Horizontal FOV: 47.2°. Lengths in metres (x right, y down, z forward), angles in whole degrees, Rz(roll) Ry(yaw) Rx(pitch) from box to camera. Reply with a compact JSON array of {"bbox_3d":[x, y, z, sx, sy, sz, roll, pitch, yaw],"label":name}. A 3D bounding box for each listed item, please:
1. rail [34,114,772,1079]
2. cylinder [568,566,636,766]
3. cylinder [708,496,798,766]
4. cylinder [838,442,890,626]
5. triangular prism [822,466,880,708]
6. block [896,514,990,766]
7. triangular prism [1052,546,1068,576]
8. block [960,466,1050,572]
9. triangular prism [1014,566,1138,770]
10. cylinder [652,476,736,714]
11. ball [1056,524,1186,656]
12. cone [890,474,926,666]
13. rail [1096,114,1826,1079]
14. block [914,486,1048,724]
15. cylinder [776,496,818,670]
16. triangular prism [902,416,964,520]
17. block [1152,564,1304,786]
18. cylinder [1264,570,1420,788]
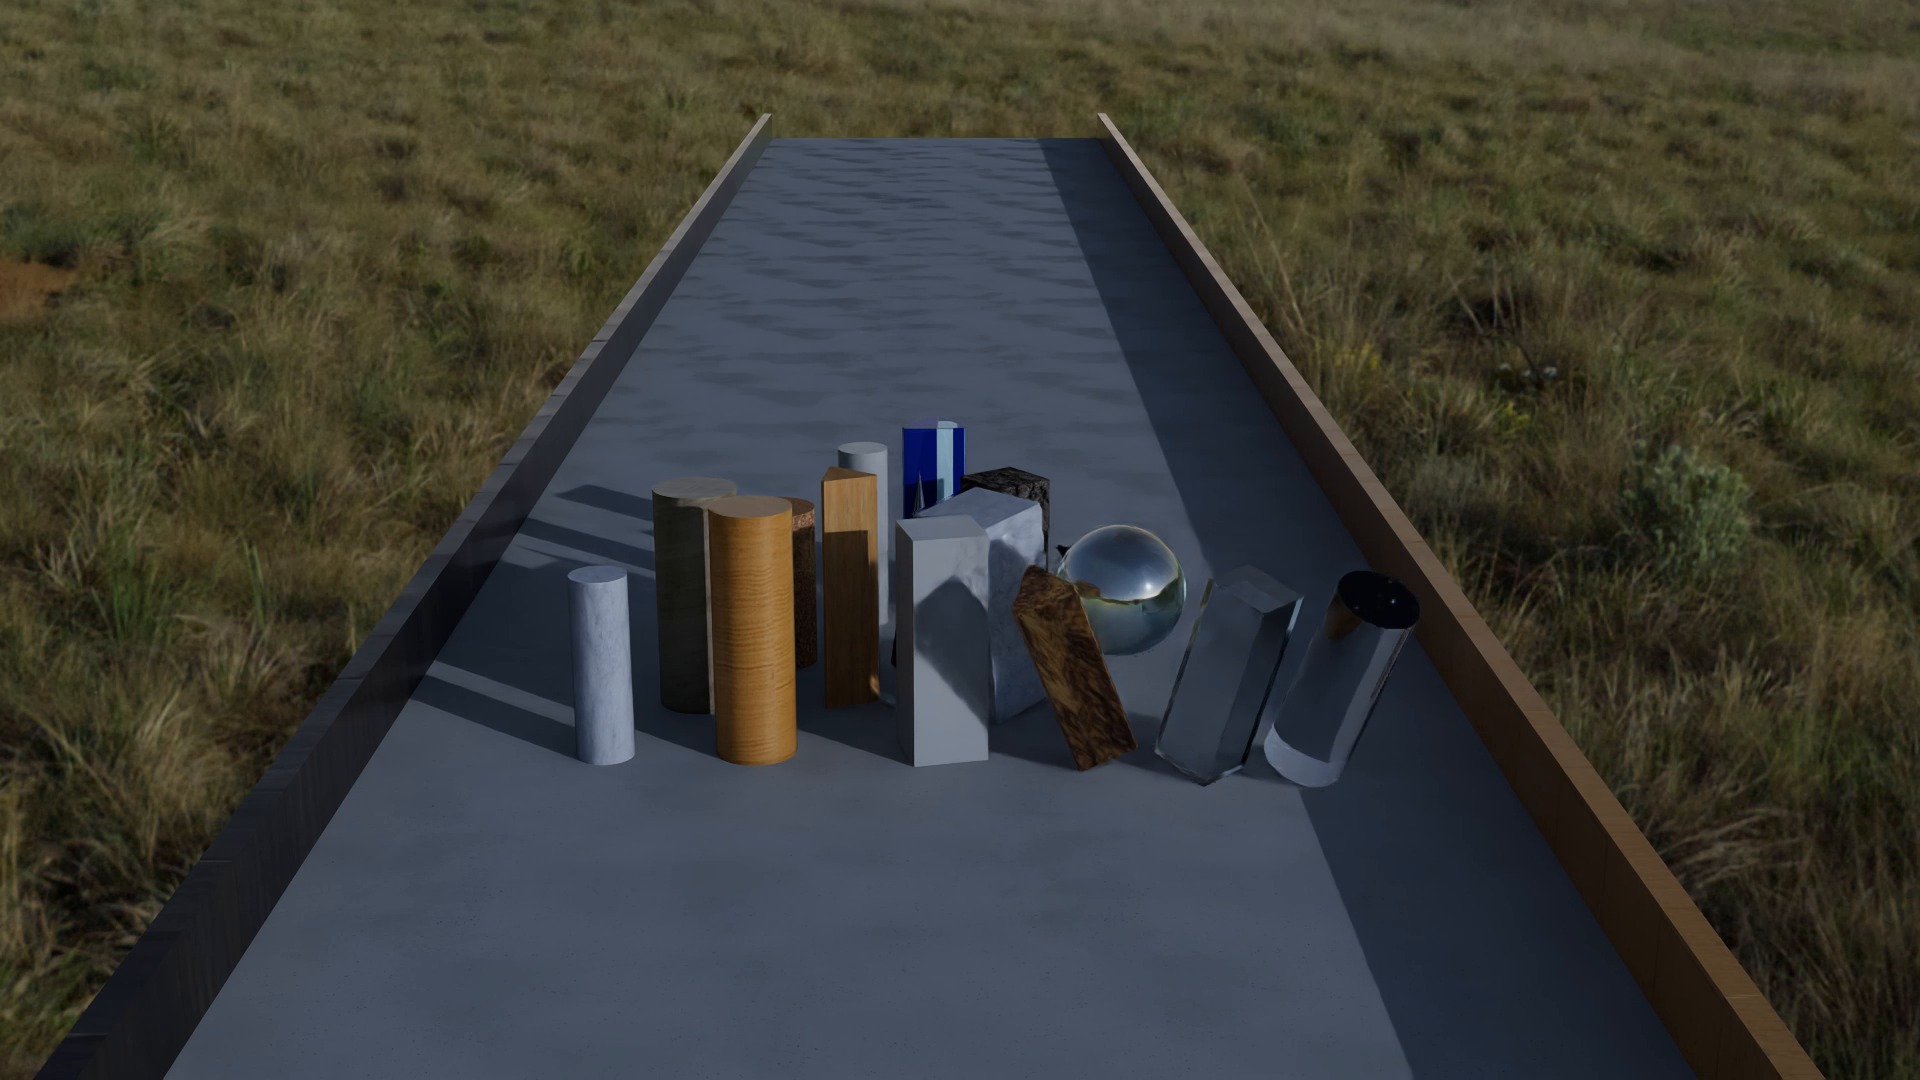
[{"bbox_3d":[-1.118,-0.838,7.780,0.050,0.150,12.000,0,17,-1],"label":"rail"},{"bbox_3d":[-0.634,0.222,3.889,0.104,0.338,0.104,0,17,0],"label":"cylinder"},{"bbox_3d":[-0.365,0.160,3.890,0.146,0.456,0.146,0,17,0],"label":"cylinder"},{"bbox_3d":[-0.201,-0.011,4.606,0.103,0.375,0.103,0,17,0],"label":"cylinder"},{"bbox_3d":[-0.223,0.087,4.155,0.109,0.444,0.094,-7,18,-23],"label":"triangular prism"},{"bbox_3d":[-0.032,0.178,3.900,0.135,0.416,0.135,-4,17,-14],"label":"block"},{"bbox_3d":[0.196,0.143,4.138,0.081,0.329,0.093,30,50,20],"label":"triangular prism"},{"bbox_3d":[0.094,0.019,4.623,0.132,0.309,0.132,-12,20,-36],"label":"block"},{"bbox_3d":[0.189,0.213,3.770,0.110,0.404,0.095,-22,39,1],"label":"triangular prism"},{"bbox_3d":[-0.493,0.103,4.142,0.156,0.420,0.156,0,17,0],"label":"cylinder"},{"bbox_3d":[0.274,0.086,3.774,0.226,0.226,0.226,0,17,0],"label":"ball"},{"bbox_3d":[-0.079,0.053,4.353,0.120,0.396,0.120,0,17,0],"label":"cone"},{"bbox_3d":[0.932,-0.844,7.801,0.050,0.150,12.000,0,17,-1],"label":"rail"},{"bbox_3d":[0.050,0.121,4.112,0.164,0.386,0.164,15,30,42],"label":"block"},{"bbox_3d":[-0.362,0.087,4.377,0.152,0.317,0.152,0,17,0],"label":"cylinder"},{"bbox_3d":[-0.056,-0.086,4.877,0.135,0.364,0.117,0,17,1],"label":"triangular prism"},{"bbox_3d":[0.459,0.233,3.783,0.118,0.356,0.118,34,33,32],"label":"block"},{"bbox_3d":[0.644,0.239,3.727,0.143,0.372,0.143,11,38,-9],"label":"cylinder"}]
